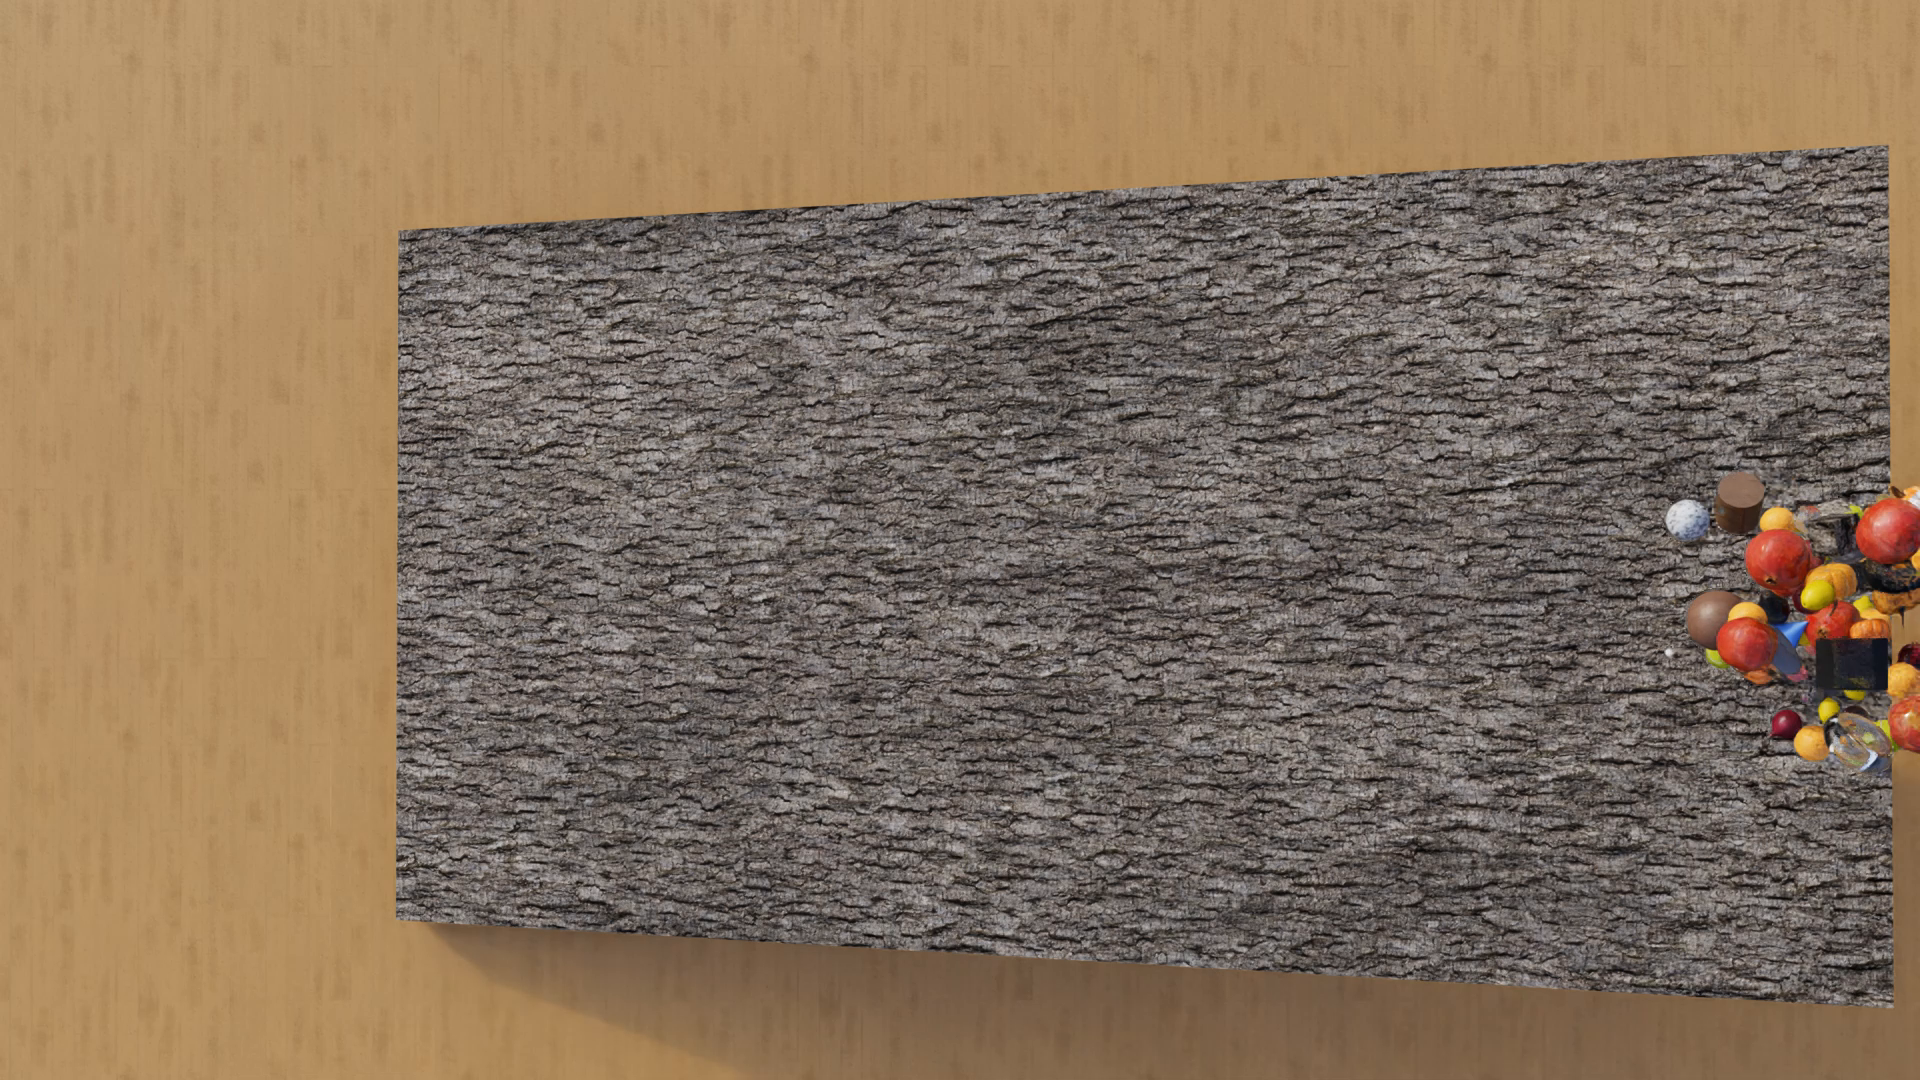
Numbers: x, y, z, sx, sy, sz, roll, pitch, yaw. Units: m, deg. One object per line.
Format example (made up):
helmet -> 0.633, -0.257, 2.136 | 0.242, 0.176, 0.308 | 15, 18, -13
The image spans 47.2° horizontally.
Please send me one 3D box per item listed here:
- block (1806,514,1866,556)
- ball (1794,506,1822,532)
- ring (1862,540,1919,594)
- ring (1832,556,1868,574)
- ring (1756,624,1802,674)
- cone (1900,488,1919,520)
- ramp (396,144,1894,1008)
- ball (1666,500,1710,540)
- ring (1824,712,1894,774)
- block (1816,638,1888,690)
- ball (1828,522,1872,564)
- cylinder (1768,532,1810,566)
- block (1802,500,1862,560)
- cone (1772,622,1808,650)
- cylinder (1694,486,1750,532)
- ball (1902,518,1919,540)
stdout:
block -> 1.579, -0.009, 3.967 | 0.064, 0.064, 0.064 | -17, 96, -22
ball -> 1.603, -0.040, 4.156 | 0.053, 0.053, 0.053 | 0, 89, 0
ring -> 1.820, 0.051, 4.256 | 0.139, 0.139, 0.046 | -29, 117, 0
ring -> 1.953, 0.045, 4.802 | 0.101, 0.101, 0.034 | 26, 78, 0
ring -> 1.626, 0.217, 4.367 | 0.038, 0.115, 0.115 | -40, 89, 25
cone -> 1.679, -0.086, 3.786 | 0.096, 0.096, 0.096 | 15, 83, 0
ramp -> 0.278, 0.091, 5.781 | 4.000, 0.100, 2.000 | 0, 89, 19
ball -> 1.546, -0.042, 4.670 | 0.088, 0.088, 0.088 | 0, 89, 0
ring -> 1.711, 0.386, 4.189 | 0.139, 0.139, 0.046 | 23, 129, 0
block -> 1.604, 0.223, 3.958 | 0.090, 0.090, 0.090 | 0, 88, -4
ball -> 1.743, 0.002, 4.323 | 0.092, 0.092, 0.092 | 0, 89, 0
cylinder -> 1.736, 0.018, 4.604 | 0.059, 0.059, 0.059 | -16, 89, -36
block -> 1.800, -0.022, 4.539 | 0.079, 0.079, 0.079 | -15, 127, -6
cone -> 1.719, 0.186, 4.530 | 0.077, 0.077, 0.077 | 19, 49, -23
cylinder -> 1.700, -0.069, 4.918 | 0.099, 0.099, 0.099 | 0, 91, -1
ball -> 1.975, -0.015, 4.535 | 0.063, 0.063, 0.063 | 0, 89, 0
